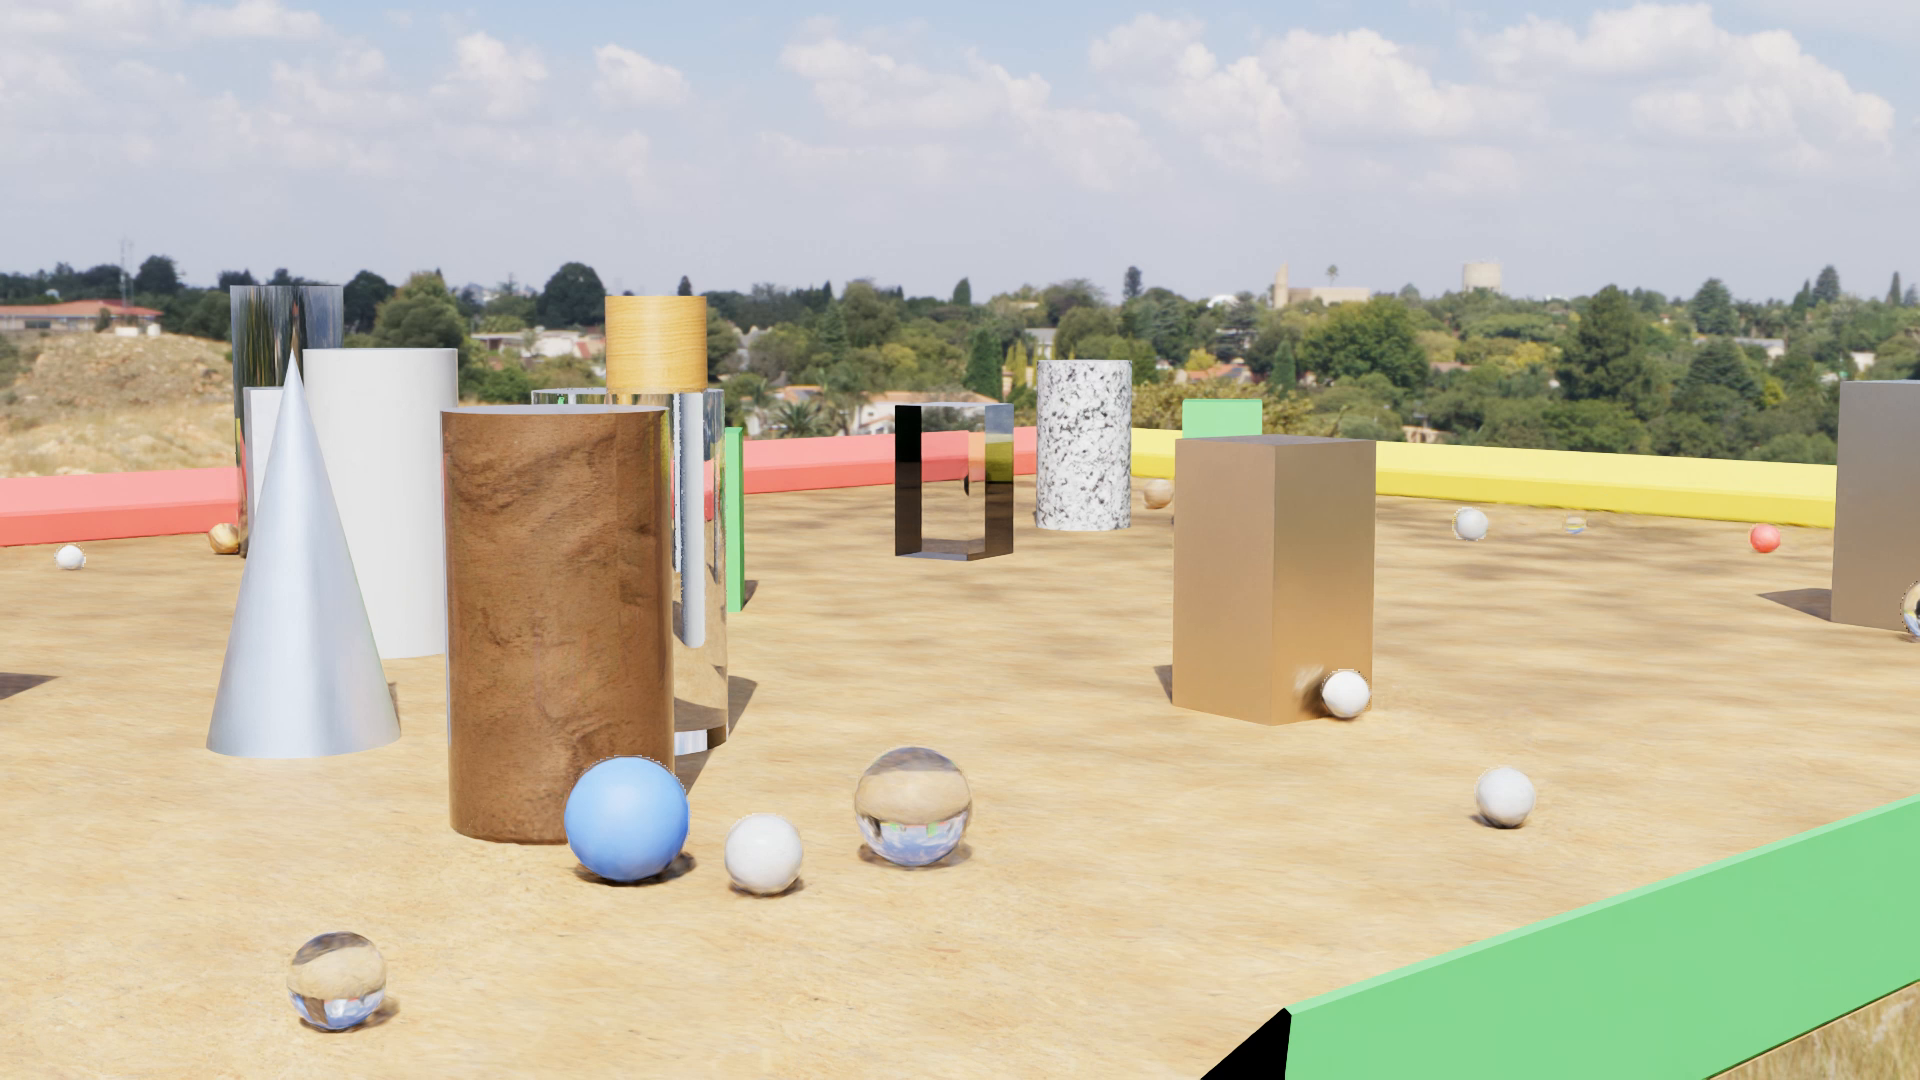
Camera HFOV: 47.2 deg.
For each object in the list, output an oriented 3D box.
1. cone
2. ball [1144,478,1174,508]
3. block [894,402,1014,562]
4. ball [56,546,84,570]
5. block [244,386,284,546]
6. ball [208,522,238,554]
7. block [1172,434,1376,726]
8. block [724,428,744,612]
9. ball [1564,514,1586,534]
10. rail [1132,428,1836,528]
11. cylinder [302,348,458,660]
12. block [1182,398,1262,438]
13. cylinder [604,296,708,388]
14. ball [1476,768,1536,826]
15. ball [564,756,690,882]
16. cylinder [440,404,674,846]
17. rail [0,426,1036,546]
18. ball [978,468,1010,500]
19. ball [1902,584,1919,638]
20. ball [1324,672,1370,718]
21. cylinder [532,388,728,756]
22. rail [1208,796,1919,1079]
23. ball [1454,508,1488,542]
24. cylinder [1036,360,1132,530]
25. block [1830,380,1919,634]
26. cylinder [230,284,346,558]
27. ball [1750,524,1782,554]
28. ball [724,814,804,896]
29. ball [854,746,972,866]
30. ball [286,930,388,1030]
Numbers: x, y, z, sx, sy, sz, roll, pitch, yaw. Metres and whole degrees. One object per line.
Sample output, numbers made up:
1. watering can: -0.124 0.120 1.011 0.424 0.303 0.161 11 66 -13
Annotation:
1. cone: -0.681 0.005 2.264 0.195 0.406 0.195 0 6 0
2. ball: 0.445 -0.104 4.931 0.068 0.068 0.068 0 6 0
3. block: -0.010 -0.109 3.995 0.156 0.274 0.156 4 7 32
4. ball: -1.524 0.031 3.766 0.043 0.043 0.043 0 6 0
5. block: -1.104 -0.096 3.673 0.156 0.315 0.156 -2 6 -22
6. ball: -1.340 -0.003 4.012 0.058 0.058 0.058 0 6 0
7. block: 0.349 0.039 2.450 0.156 0.302 0.156 -4 7 -37
8. block: -0.407 -0.032 3.306 0.156 0.265 0.156 0 6 -3
9. ball: 1.221 -0.031 4.364 0.040 0.040 0.040 0 6 0
10. rail: 1.521 -0.113 4.728 0.045 0.127 3.642 -5 8 -42
11. cylinder: -0.755 -0.053 2.886 0.195 0.393 0.195 0 6 0
12. block: 0.529 -0.150 4.444 0.156 0.262 0.156 1 6 7
13. cylinder: -0.586 -0.236 4.261 0.195 0.470 0.195 0 6 0
14. ball: 0.472 0.222 1.901 0.051 0.051 0.051 0 6 0
15. ball: -0.260 0.218 1.719 0.097 0.097 0.097 0 6 0
16. cylinder: -0.348 0.066 1.913 0.195 0.359 0.195 0 6 0
17. rail: -1.219 -0.104 4.646 4.187 0.127 0.045 -5 8 -42
18. ball: 0.081 -0.133 5.174 0.075 0.075 0.075 0 6 0
19. ball: 1.309 0.094 2.944 0.085 0.085 0.085 0 6 0
20. ball: 0.419 0.168 2.387 0.050 0.050 0.050 0 6 0
21. cylinder: -0.339 0.027 2.266 0.195 0.362 0.195 0 6 0
22. rail: 1.219 0.171 2.018 4.187 0.127 0.045 -5 8 -42
23. ball: 0.986 -0.029 4.240 0.064 0.064 0.064 0 6 0
24. cylinder: 0.255 -0.198 4.522 0.195 0.340 0.195 0 6 0
25. block: 1.353 -0.051 3.105 0.156 0.344 0.156 -4 7 -34
26. cylinder: -1.212 -0.216 3.985 0.195 0.488 0.195 0 6 0
27. ball: 1.477 -0.002 4.032 0.053 0.053 0.053 0 6 0
28. ball: -0.150 0.240 1.678 0.061 0.061 0.061 0 6 0
29. ball: -0.037 0.214 1.767 0.096 0.096 0.096 0 6 0
30. ball: -0.387 0.273 1.367 0.060 0.060 0.060 0 6 0
